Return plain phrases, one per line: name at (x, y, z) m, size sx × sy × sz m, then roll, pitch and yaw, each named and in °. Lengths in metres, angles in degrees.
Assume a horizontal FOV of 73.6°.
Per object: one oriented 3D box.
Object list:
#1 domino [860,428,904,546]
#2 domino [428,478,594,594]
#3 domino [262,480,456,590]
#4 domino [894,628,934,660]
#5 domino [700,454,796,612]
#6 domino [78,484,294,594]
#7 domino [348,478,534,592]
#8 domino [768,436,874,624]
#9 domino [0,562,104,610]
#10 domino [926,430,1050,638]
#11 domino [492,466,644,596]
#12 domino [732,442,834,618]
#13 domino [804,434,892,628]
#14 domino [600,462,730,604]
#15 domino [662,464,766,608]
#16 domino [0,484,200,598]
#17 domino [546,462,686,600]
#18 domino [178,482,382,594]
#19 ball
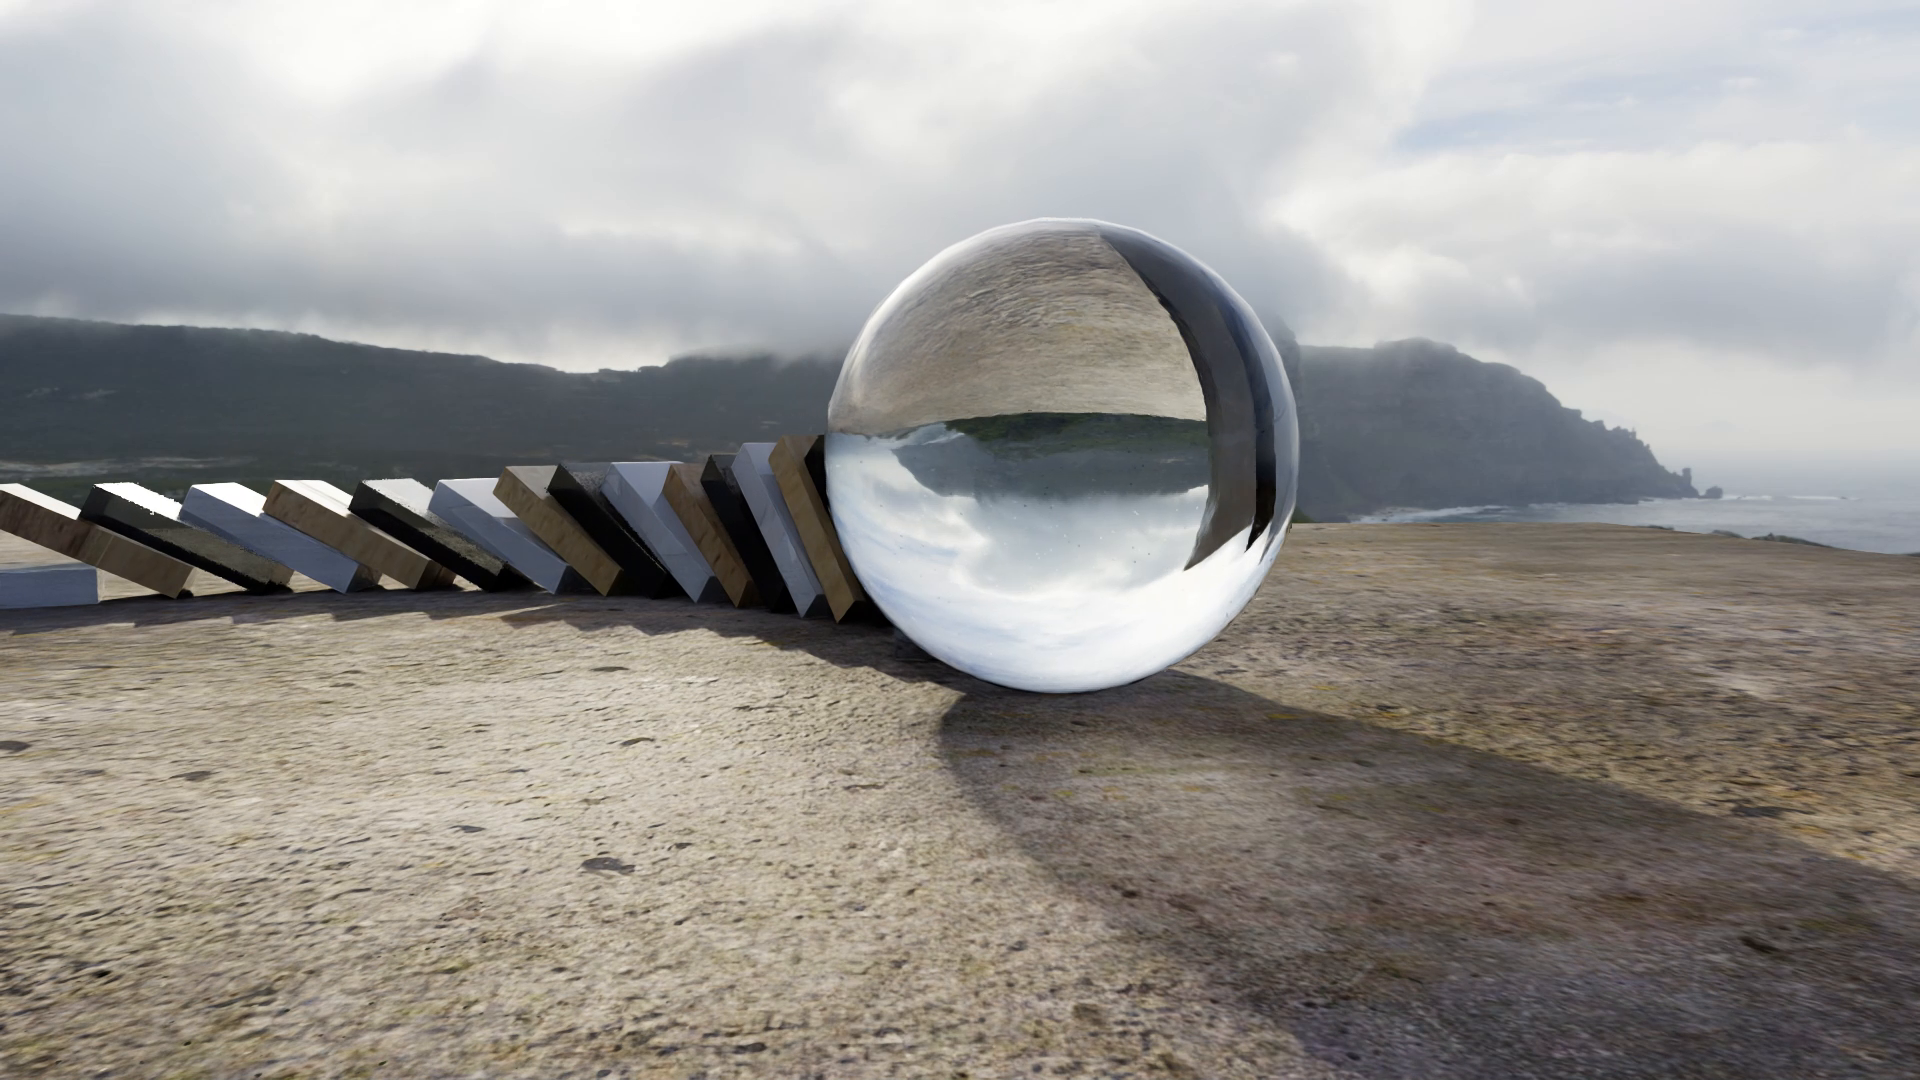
domino at (-0.004, -0.004, 0.307) m, size 0.025 × 0.050 × 0.010 m, roll 2°, pitch -37°, yaw -36°
domino at (-0.129, -0.002, 0.380) m, size 0.050 × 0.010 × 0.025 m, roll 31°, pitch 14°, yaw 16°
domino at (-0.175, -0.002, 0.379) m, size 0.050 × 0.010 × 0.025 m, roll 27°, pitch 3°, yaw 1°
domino at (-0.001, 0.000, 0.264) m, size 0.025 × 0.050 × 0.009 m, roll 0°, pitch -35°, yaw -2°
domino at (-0.047, -0.003, 0.341) m, size 0.025 × 0.010 × 0.050 m, roll -3°, pitch 45°, yaw -38°
domino at (-0.218, -0.001, 0.366) m, size 0.050 × 0.009 × 0.025 m, roll 27°, pitch -3°, yaw -13°
domino at (-0.152, -0.002, 0.381) m, size 0.050 × 0.010 × 0.025 m, roll 29°, pitch 9°, yaw 7°
domino at (-0.027, -0.004, 0.320) m, size 0.025 × 0.050 × 0.009 m, roll -3°, pitch -34°, yaw -38°
domino at (-0.257, 0.012, 0.339) m, size 0.050 × 0.010 × 0.025 m, roll -2°, pitch 5°, yaw -30°
domino at (0.005, -0.002, 0.290) m, size 0.025 × 0.050 × 0.010 m, roll 1°, pitch -35°, yaw -6°
domino at (-0.110, -0.004, 0.375) m, size 0.050 × 0.010 × 0.025 m, roll 38°, pitch 19°, yaw 18°
domino at (-0.037, -0.004, 0.329) m, size 0.025 × 0.050 × 0.009 m, roll -3°, pitch -38°, yaw -39°
domino at (-0.017, -0.003, 0.312) m, size 0.025 × 0.050 × 0.010 m, roll -3°, pitch -34°, yaw -38°
domino at (-0.077, -0.003, 0.361) m, size 0.050 × 0.009 × 0.025 m, roll 44°, pitch 28°, yaw 27°
domino at (-0.059, -0.002, 0.352) m, size 0.025 × 0.009 × 0.050 m, roll -4°, pitch 41°, yaw -40°
domino at (-0.238, 0.000, 0.353) m, size 0.050 × 0.009 × 0.025 m, roll 28°, pitch -8°, yaw -23°
domino at (-0.093, -0.004, 0.368) m, size 0.050 × 0.009 × 0.025 m, roll 42°, pitch 23°, yaw 22°
domino at (-0.196, -0.001, 0.374) m, size 0.050 × 0.010 × 0.025 m, roll 26°, pitch 2°, yaw -6°
ball at (0.017, -0.014, 0.219) m, size 0.080 × 0.080 × 0.080 m, roll 0°, pitch 4°, yaw 0°
